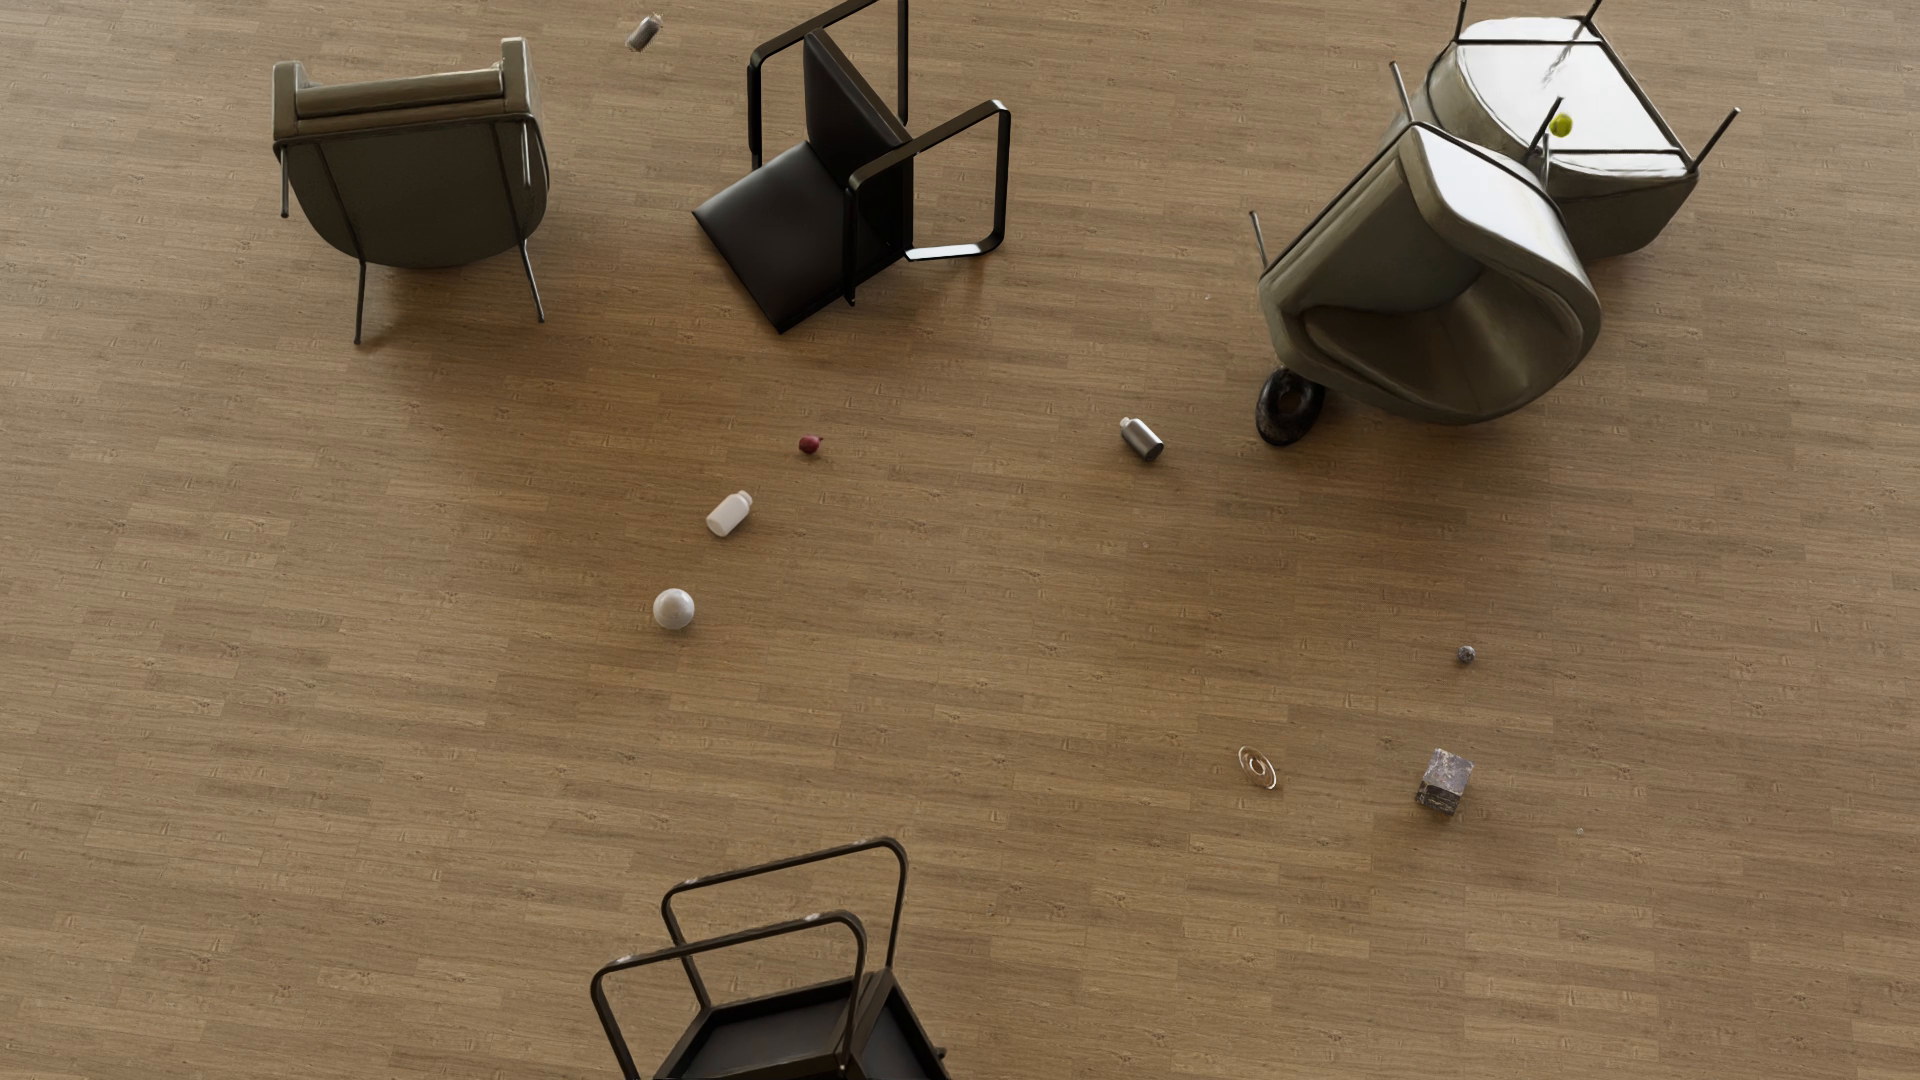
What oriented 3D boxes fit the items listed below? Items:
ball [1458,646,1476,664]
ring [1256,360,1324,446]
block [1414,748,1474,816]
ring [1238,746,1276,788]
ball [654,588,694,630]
[{"bbox_3d":[1.456,0.329,6.323,0.051,0.051,0.051,0,56,0],"label":"ball"},{"bbox_3d":[1.022,-0.426,6.812,0.196,0.082,0.345,20,58,12],"label":"ring"},{"bbox_3d":[1.334,0.666,6.055,0.112,0.120,0.114,23,59,15],"label":"block"},{"bbox_3d":[0.830,0.634,6.137,0.075,0.018,0.148,-25,60,-15],"label":"ring"},{"bbox_3d":[-0.829,0.200,6.368,0.119,0.119,0.119,0,56,0],"label":"ball"}]
